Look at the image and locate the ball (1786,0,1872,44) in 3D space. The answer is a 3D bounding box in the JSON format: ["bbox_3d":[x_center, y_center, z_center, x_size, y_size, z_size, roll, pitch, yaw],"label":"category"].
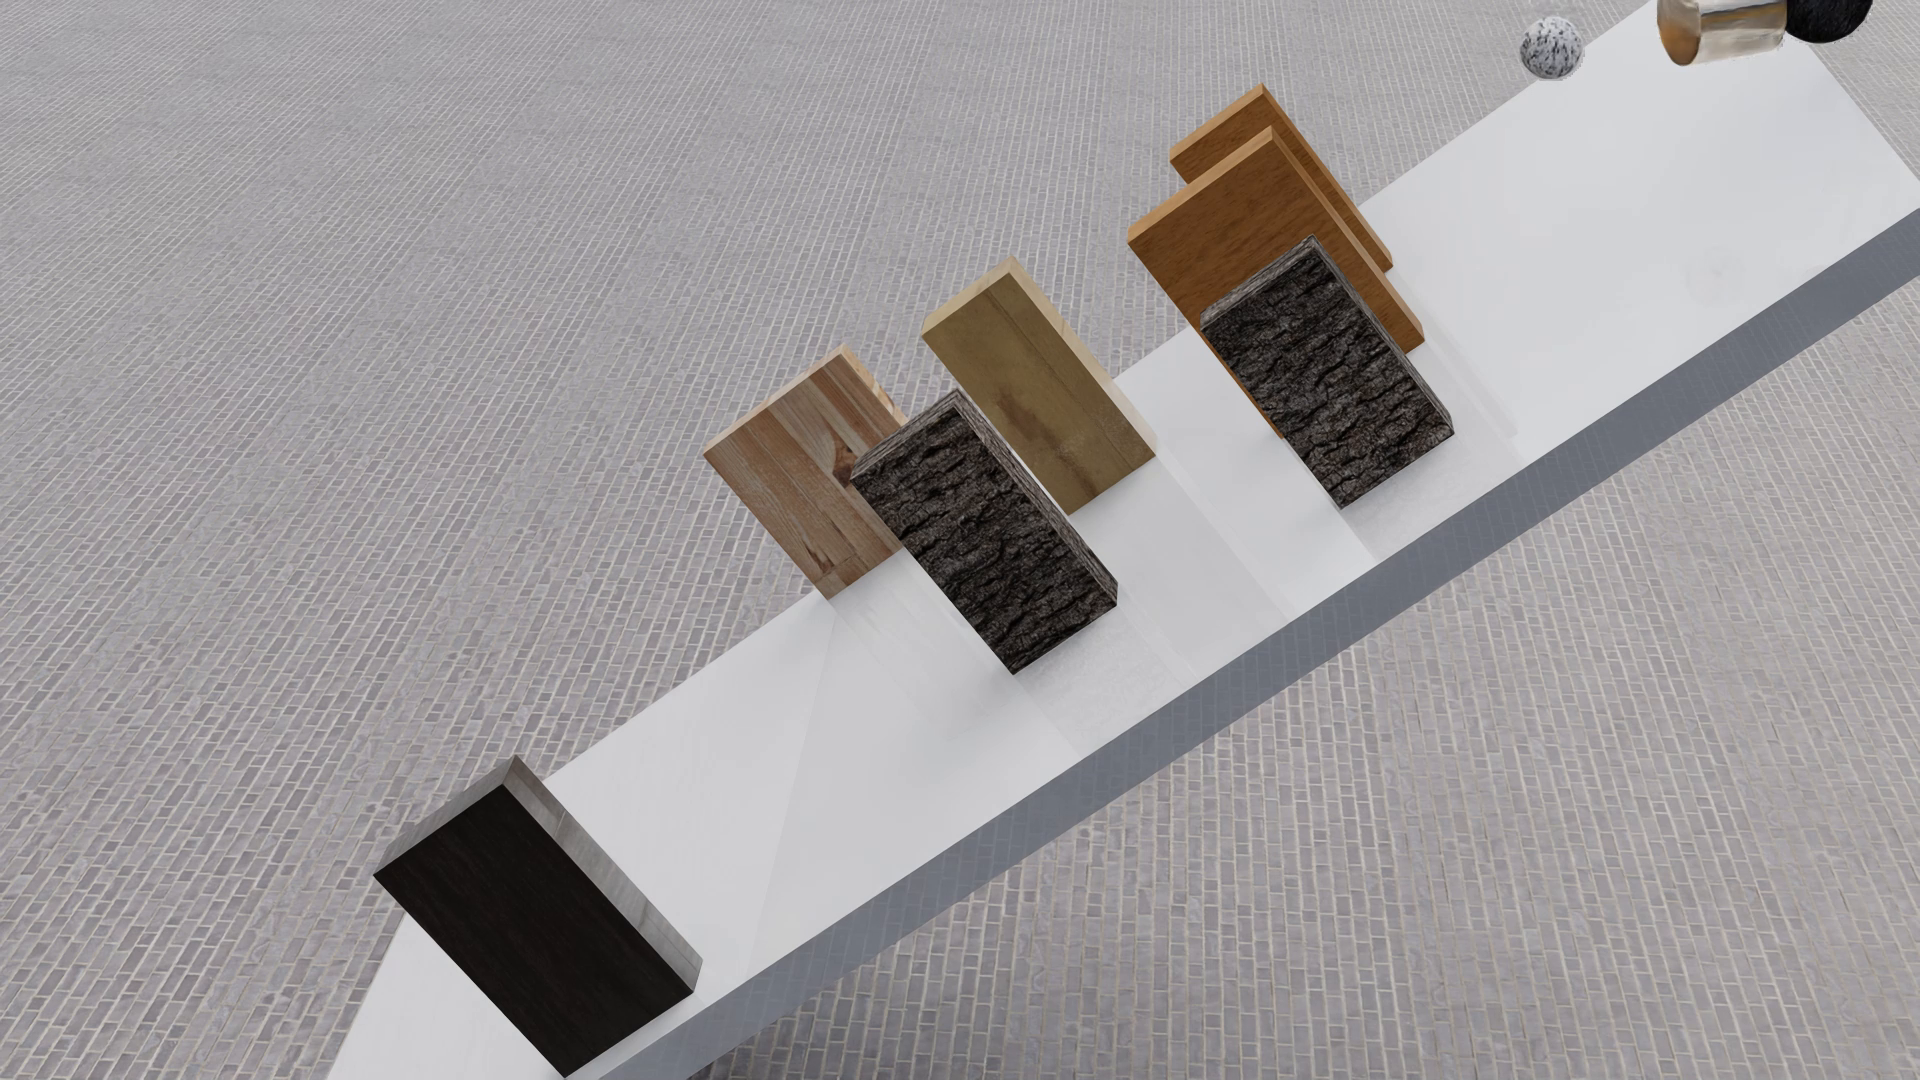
[{"bbox_3d":[1.609,-1.022,5.495,0.187,0.187,0.187,0,23,0],"label":"ball"}]

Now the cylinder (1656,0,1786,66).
[{"bbox_3d":[1.414,-0.979,5.466,0.173,0.173,0.173,-11,25,-12],"label":"cylinder"}]

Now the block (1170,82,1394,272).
[{"bbox_3d":[0.701,-0.726,6.422,0.248,0.483,0.097,-35,16,17],"label":"block"}]

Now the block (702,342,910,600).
[{"bbox_3d":[-0.304,-0.163,7.183,0.436,0.483,0.081,-35,16,17],"label":"block"}]

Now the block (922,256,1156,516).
[{"bbox_3d":[0.177,-0.338,6.477,0.243,0.527,0.126,-35,16,17],"label":"block"}]

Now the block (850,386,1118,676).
[{"bbox_3d":[0.051,-0.015,5.874,0.262,0.526,0.114,-35,16,17],"label":"block"}]

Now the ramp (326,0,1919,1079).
[{"bbox_3d":[0.126,0.181,6.329,4.000,0.100,2.000,-35,16,17],"label":"ramp"}]

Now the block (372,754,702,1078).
[{"bbox_3d":[-0.817,0.736,5.728,0.338,0.564,0.122,-35,16,17],"label":"block"}]

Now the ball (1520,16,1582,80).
[{"bbox_3d":[1.170,-0.974,5.820,0.123,0.123,0.123,0,23,0],"label":"ball"}]

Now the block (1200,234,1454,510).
[{"bbox_3d":[0.675,-0.307,5.409,0.254,0.438,0.103,-35,16,17],"label":"block"}]

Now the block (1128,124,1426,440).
[{"bbox_3d":[0.636,-0.515,5.919,0.355,0.521,0.106,-35,16,17],"label":"block"}]
